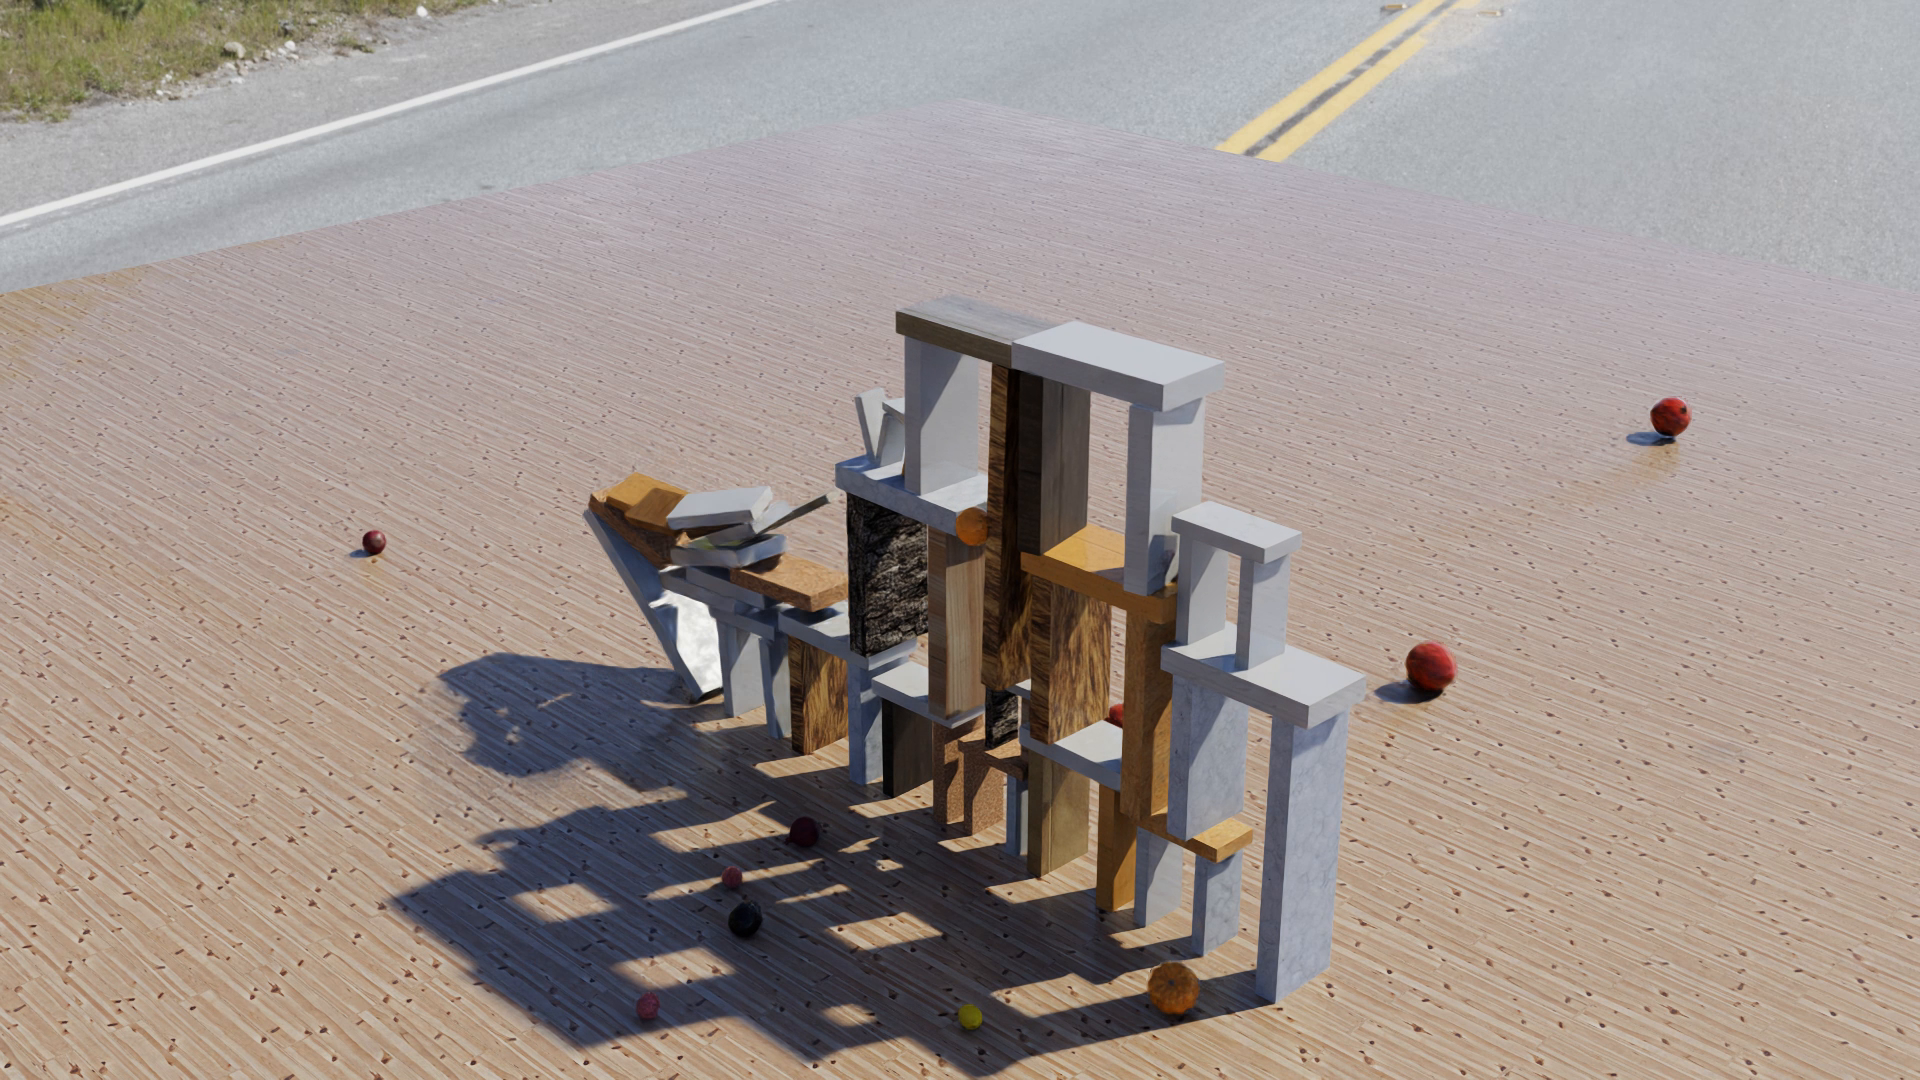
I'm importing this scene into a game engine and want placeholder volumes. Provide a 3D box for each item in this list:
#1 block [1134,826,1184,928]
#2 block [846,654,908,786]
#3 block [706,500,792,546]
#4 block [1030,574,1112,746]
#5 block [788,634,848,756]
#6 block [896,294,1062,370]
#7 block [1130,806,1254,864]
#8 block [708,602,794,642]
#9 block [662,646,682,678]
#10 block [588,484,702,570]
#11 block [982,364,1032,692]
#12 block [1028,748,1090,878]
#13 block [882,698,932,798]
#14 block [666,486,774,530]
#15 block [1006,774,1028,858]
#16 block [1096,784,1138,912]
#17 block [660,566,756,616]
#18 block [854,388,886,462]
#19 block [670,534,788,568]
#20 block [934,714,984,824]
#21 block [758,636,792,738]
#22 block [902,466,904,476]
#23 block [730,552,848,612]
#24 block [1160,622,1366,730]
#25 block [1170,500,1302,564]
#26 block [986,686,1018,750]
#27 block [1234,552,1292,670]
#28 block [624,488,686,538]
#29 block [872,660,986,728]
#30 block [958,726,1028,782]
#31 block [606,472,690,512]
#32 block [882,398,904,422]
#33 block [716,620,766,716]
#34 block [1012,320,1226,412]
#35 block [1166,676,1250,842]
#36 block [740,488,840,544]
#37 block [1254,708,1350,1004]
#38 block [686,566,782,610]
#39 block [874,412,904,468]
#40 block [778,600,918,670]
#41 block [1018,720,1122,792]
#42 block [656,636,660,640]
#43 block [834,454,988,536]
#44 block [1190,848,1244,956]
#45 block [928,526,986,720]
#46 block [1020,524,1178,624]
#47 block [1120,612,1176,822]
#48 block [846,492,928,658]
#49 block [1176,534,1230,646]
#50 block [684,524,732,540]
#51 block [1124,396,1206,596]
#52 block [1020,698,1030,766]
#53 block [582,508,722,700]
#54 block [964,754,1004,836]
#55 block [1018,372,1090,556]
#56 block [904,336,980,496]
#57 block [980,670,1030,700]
[{"bbox_3d":[0.369,0.605,4.073,0.029,0.204,0.102,21,31,41],"label":"block"},{"bbox_3d":[-0.168,0.359,4.563,0.039,0.274,0.137,21,31,41],"label":"block"},{"bbox_3d":[-0.449,-0.035,4.676,0.102,0.029,0.203,-34,11,-32],"label":"block"},{"bbox_3d":[0.207,0.200,4.088,0.166,0.333,0.047,-21,31,-40],"label":"block"},{"bbox_3d":[-0.297,0.308,4.682,0.039,0.275,0.137,21,31,40],"label":"block"},{"bbox_3d":[0.042,-0.383,4.017,0.153,0.043,0.305,-21,30,-40],"label":"block"},{"bbox_3d":[0.418,0.517,3.983,0.102,0.029,0.204,-21,31,-40],"label":"block"},{"bbox_3d":[-0.430,0.161,4.751,0.112,0.032,0.223,-20,26,-40],"label":"block"},{"bbox_3d":[-0.643,0.267,5.037,0.046,0.092,0.013,-21,-14,-41],"label":"block"},{"bbox_3d":[-0.707,-0.037,4.977,0.130,0.037,0.260,-23,51,-41],"label":"block"},{"bbox_3d":[0.120,-0.033,4.076,0.153,0.646,0.043,-18,31,-37],"label":"block"},{"bbox_3d":[0.191,0.503,4.235,0.133,0.266,0.038,-21,31,-40],"label":"block"},{"bbox_3d":[-0.108,0.407,4.513,0.032,0.225,0.113,21,31,41],"label":"block"},{"bbox_3d":[-0.506,-0.068,4.632,0.203,0.029,0.102,-5,29,24],"label":"block"},{"bbox_3d":[0.130,0.524,4.300,0.025,0.176,0.088,21,31,41],"label":"block"},{"bbox_3d":[0.316,0.552,4.121,0.038,0.266,0.133,21,31,41],"label":"block"},{"bbox_3d":[-0.527,0.100,4.834,0.130,0.037,0.260,-20,26,-40],"label":"block"},{"bbox_3d":[-0.165,-0.226,4.314,0.019,0.133,0.067,-1,17,41],"label":"block"},{"bbox_3d":[-0.503,0.020,4.774,0.130,0.037,0.261,-21,14,-38],"label":"block"},{"bbox_3d":[-0.004,0.448,4.416,0.032,0.225,0.112,20,30,39],"label":"block"},{"bbox_3d":[-0.372,0.305,4.754,0.112,0.223,0.032,-21,25,-40],"label":"block"},{"bbox_3d":[-0.077,-0.178,4.225,0.058,0.115,0.016,-21,46,-40],"label":"block"},{"bbox_3d":[-0.350,0.085,4.632,0.261,0.037,0.131,17,29,42],"label":"block"},{"bbox_3d":[0.516,0.226,3.760,0.159,0.045,0.318,-21,31,-40],"label":"block"},{"bbox_3d":[0.467,-0.014,3.718,0.100,0.028,0.201,-21,31,-40],"label":"block"},{"bbox_3d":[0.081,0.330,4.284,0.020,0.143,0.072,21,31,41],"label":"block"},{"bbox_3d":[0.513,0.110,3.718,0.100,0.201,0.028,-21,31,-40],"label":"block"},{"bbox_3d":[-0.642,-0.061,4.785,0.095,0.027,0.190,-46,34,-23],"label":"block"},{"bbox_3d":[-0.059,0.310,4.413,0.225,0.032,0.112,21,31,39],"label":"block"},{"bbox_3d":[0.089,0.415,4.299,0.088,0.025,0.176,-21,31,-41],"label":"block"},{"bbox_3d":[-0.696,-0.093,4.925,0.190,0.027,0.095,20,49,39],"label":"block"},{"bbox_3d":[-0.096,-0.246,4.216,0.058,0.016,0.115,-13,26,-28],"label":"block"},{"bbox_3d":[-0.474,0.266,4.847,0.112,0.223,0.032,-21,26,-40],"label":"block"},{"bbox_3d":[0.271,-0.303,3.800,0.338,0.048,0.169,20,30,39],"label":"block"},{"bbox_3d":[0.442,0.361,3.905,0.159,0.318,0.045,-20,30,-39],"label":"block"},{"bbox_3d":[-0.364,-0.052,4.689,0.228,0.019,0.067,-24,6,22],"label":"block"},{"bbox_3d":[0.592,0.530,3.806,0.045,0.551,0.159,21,31,41],"label":"block"},{"bbox_3d":[-0.460,0.084,4.756,0.261,0.037,0.130,17,29,42],"label":"block"},{"bbox_3d":[-0.131,-0.199,4.275,0.058,0.115,0.016,-20,45,-39],"label":"block"},{"bbox_3d":[-0.233,0.190,4.561,0.274,0.039,0.137,21,31,40],"label":"block"},{"bbox_3d":[0.251,0.389,4.117,0.133,0.038,0.266,-20,30,-39],"label":"block"},{"bbox_3d":[-0.646,0.227,5.023,0.046,0.013,0.092,-21,33,-41],"label":"block"},{"bbox_3d":[-0.064,-0.101,4.253,0.172,0.049,0.344,-20,30,-39],"label":"block"},{"bbox_3d":[0.466,0.642,3.985,0.029,0.204,0.102,21,31,40],"label":"block"},{"bbox_3d":[0.017,0.137,4.268,0.049,0.400,0.172,22,31,40],"label":"block"},{"bbox_3d":[0.287,0.055,3.942,0.166,0.047,0.333,-21,31,-41],"label":"block"},{"bbox_3d":[0.367,0.293,3.958,0.167,0.403,0.047,-21,31,-40],"label":"block"},{"bbox_3d":[-0.144,0.048,4.406,0.049,0.344,0.172,21,31,41],"label":"block"},{"bbox_3d":[0.420,0.073,3.806,0.100,0.201,0.028,-20,30,-39],"label":"block"},{"bbox_3d":[-0.508,-0.051,4.745,0.102,0.029,0.203,-34,10,-31],"label":"block"},{"bbox_3d":[0.353,-0.089,3.790,0.048,0.338,0.169,16,28,34],"label":"block"},{"bbox_3d":[0.149,0.357,4.222,0.020,0.143,0.072,21,31,41],"label":"block"},{"bbox_3d":[-0.671,0.124,5.002,0.130,0.037,0.515,-21,72,-41],"label":"block"},{"bbox_3d":[0.047,0.491,4.377,0.025,0.176,0.088,21,31,41],"label":"block"},{"bbox_3d":[0.170,-0.159,3.953,0.048,0.337,0.169,15,27,30],"label":"block"},{"bbox_3d":[-0.034,-0.250,4.152,0.153,0.305,0.043,-21,31,-40],"label":"block"},{"bbox_3d":[0.115,0.268,4.220,0.143,0.020,0.072,21,31,40],"label":"block"}]
